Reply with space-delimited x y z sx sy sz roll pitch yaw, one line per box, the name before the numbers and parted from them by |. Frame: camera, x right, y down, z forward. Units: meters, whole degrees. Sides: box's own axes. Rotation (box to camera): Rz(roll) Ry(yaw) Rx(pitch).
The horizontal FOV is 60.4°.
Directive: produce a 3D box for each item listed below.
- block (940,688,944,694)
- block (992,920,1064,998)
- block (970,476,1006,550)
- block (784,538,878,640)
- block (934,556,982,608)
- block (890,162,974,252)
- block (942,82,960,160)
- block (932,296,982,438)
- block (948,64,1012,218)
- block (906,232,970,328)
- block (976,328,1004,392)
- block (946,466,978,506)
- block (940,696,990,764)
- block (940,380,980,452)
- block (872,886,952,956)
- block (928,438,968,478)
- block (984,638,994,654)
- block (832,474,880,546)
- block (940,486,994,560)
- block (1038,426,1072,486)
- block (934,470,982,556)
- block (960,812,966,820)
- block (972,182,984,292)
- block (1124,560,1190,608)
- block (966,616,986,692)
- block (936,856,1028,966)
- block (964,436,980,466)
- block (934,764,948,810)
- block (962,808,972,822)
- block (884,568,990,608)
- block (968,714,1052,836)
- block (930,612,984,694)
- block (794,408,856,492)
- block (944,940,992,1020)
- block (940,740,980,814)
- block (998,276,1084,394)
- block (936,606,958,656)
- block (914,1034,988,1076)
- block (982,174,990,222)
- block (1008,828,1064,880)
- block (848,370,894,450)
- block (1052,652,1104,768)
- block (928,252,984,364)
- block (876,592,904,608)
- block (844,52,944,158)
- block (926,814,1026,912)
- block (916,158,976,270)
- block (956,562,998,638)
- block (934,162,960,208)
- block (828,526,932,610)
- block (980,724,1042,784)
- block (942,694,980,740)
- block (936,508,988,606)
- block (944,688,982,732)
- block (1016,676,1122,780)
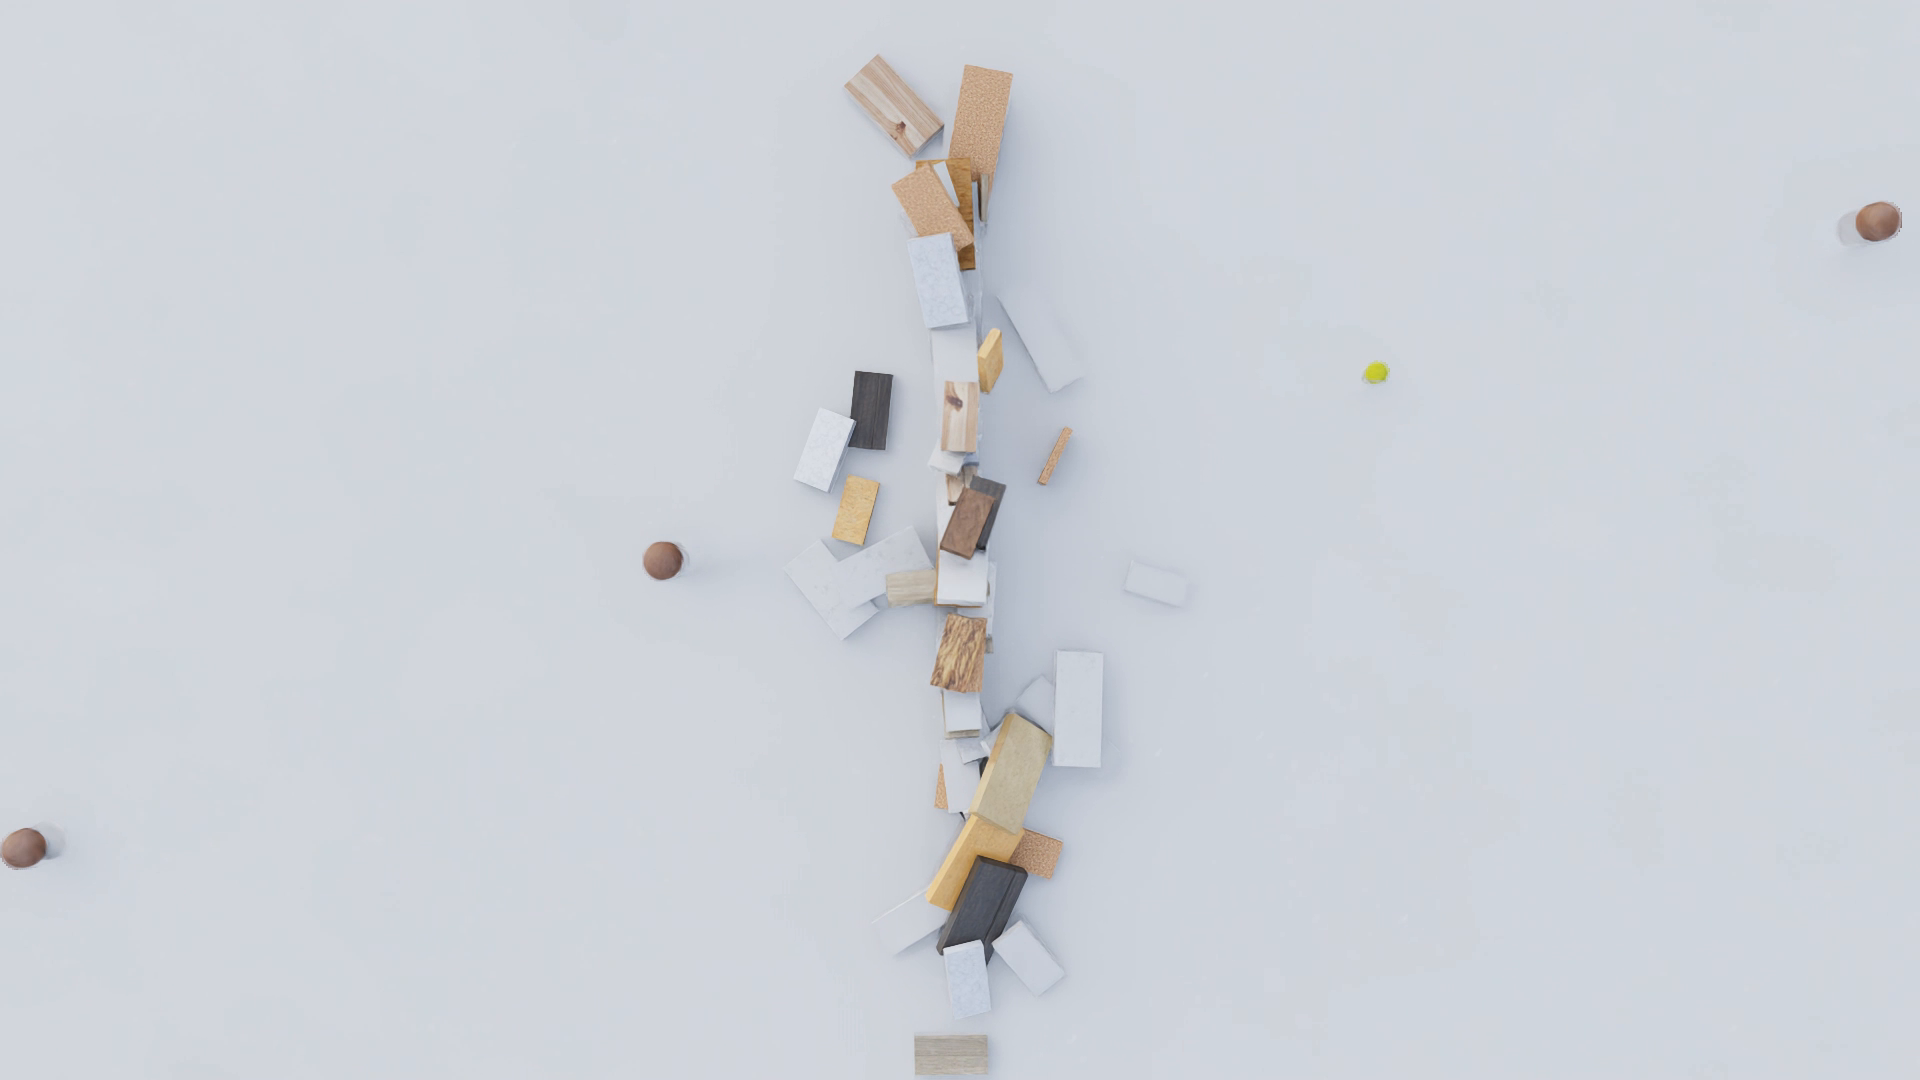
block | -0.010 0.390 5.448 0.115 0.033 0.230 0 71 0
block | 0.226 1.384 5.449 0.121 0.034 0.242 -38 106 0
block | 0.062 -0.089 5.298 0.113 0.032 0.225 18 70 3
block | -0.429 0.165 5.478 0.155 0.044 0.310 -39 90 0
block | 0.001 0.072 5.368 0.155 0.044 0.310 4 58 -1
block | -0.086 -1.042 5.258 0.143 0.040 0.285 -28 98 22
block | 0.027 -1.346 5.477 0.159 0.045 0.319 5 90 0
block | -0.013 -0.561 5.378 0.143 0.040 0.451 -4 89 2
block | 0.051 -1.302 5.402 0.159 0.045 0.473 11 104 -1
block | -0.068 -0.831 5.280 0.143 0.040 0.285 -7 110 15
block | 0.099 -0.584 5.375 0.032 0.225 0.113 24 69 14
block | 0.005 -0.215 5.429 0.104 0.030 0.209 -4 63 -5
block | 0.029 0.611 5.458 0.116 0.033 0.232 -18 80 -6
block | 0.001 -0.399 5.339 0.113 0.032 0.225 4 89 2
block | -0.153 1.260 5.482 0.254 0.036 0.127 -32 90 0
block | -0.019 -0.316 5.404 0.104 0.030 0.209 18 70 10
block | 0.049 0.274 5.423 0.104 0.029 0.207 -4 67 -5
block | -0.347 -0.100 5.485 0.108 0.031 0.216 15 90 0
block | 0.022 -0.054 5.250 0.108 0.031 0.216 20 70 5
block | 0.315 -0.277 5.450 0.028 0.099 0.199 26 90 0
block | 0.002 -0.085 5.403 0.155 0.044 0.310 -1 62 -4
block | 0.036 0.894 5.471 0.073 0.021 0.146 -36 75 0
block | -0.022 -0.994 5.431 0.177 0.050 0.354 -3 104 2
block | 0.655 0.146 5.486 0.199 0.028 0.099 17 90 0
block | 0.019 0.369 5.334 0.119 0.034 0.239 4 96 0
block | 0.072 1.219 5.416 0.175 0.050 0.351 19 101 -20
block | 0.004 -0.342 5.446 0.104 0.030 0.209 -4 68 0
block | -0.040 0.820 5.473 0.073 0.021 0.146 7 77 1
block | 0.065 0.945 5.425 0.073 0.021 0.146 -19 111 -5
block | -0.074 0.148 5.397 0.333 0.031 0.108 -6 59 -7
block | 0.169 0.764 5.377 0.175 0.050 0.351 33 65 -24
block | -0.009 0.362 5.300 0.119 0.034 0.238 15 95 -1
block | -0.447 -0.299 5.462 0.126 0.036 0.253 22 93 12
block | 0.024 1.447 5.428 0.127 0.036 0.254 -11 110 -12
block | 0.006 0.780 5.455 0.116 0.033 0.232 -7 77 -4
block | 0.268 -0.681 5.482 0.126 0.036 0.372 -29 90 0
block | -0.024 0.292 5.445 0.103 0.029 0.207 2 66 0
block | -0.029 1.712 5.483 0.242 0.034 0.121 -1 90 0
block | 0.082 -1.118 5.382 0.021 0.075 0.150 1 106 4
block | 0.202 1.024 5.482 0.254 0.036 0.127 20 90 0
block | -0.298 -0.429 5.482 0.126 0.036 0.253 6 90 0
block | 0.388 0.559 5.444 0.155 0.044 0.375 3 82 -7
block | -0.019 -0.766 5.433 0.177 0.050 0.354 -3 103 2
block | -0.216 0.114 5.486 0.099 0.028 0.209 10 90 0
block | -0.218 -1.441 5.477 0.159 0.045 0.319 -43 90 0
block | 0.049 1.062 5.413 0.175 0.050 0.351 26 99 -21
block | -0.046 -1.051 5.342 0.177 0.050 0.354 -3 91 2
block | 0.053 0.191 5.422 0.119 0.034 0.264 5 62 0
block | -0.060 -1.133 5.305 0.075 0.021 0.150 -19 90 2
block | -0.262 0.091 5.435 0.310 0.044 0.155 -27 95 -6
block | 0.169 0.728 5.434 0.116 0.033 0.232 -37 103 -32
block | -0.002 0.538 5.431 0.115 0.033 0.230 -4 71 -1
block | 0.012 0.055 5.282 0.155 0.044 0.310 4 68 -2
block | 0.004 0.504 5.378 0.115 0.033 0.230 -4 86 0
block | 0.362 0.624 5.483 0.374 0.034 0.121 44 90 0
